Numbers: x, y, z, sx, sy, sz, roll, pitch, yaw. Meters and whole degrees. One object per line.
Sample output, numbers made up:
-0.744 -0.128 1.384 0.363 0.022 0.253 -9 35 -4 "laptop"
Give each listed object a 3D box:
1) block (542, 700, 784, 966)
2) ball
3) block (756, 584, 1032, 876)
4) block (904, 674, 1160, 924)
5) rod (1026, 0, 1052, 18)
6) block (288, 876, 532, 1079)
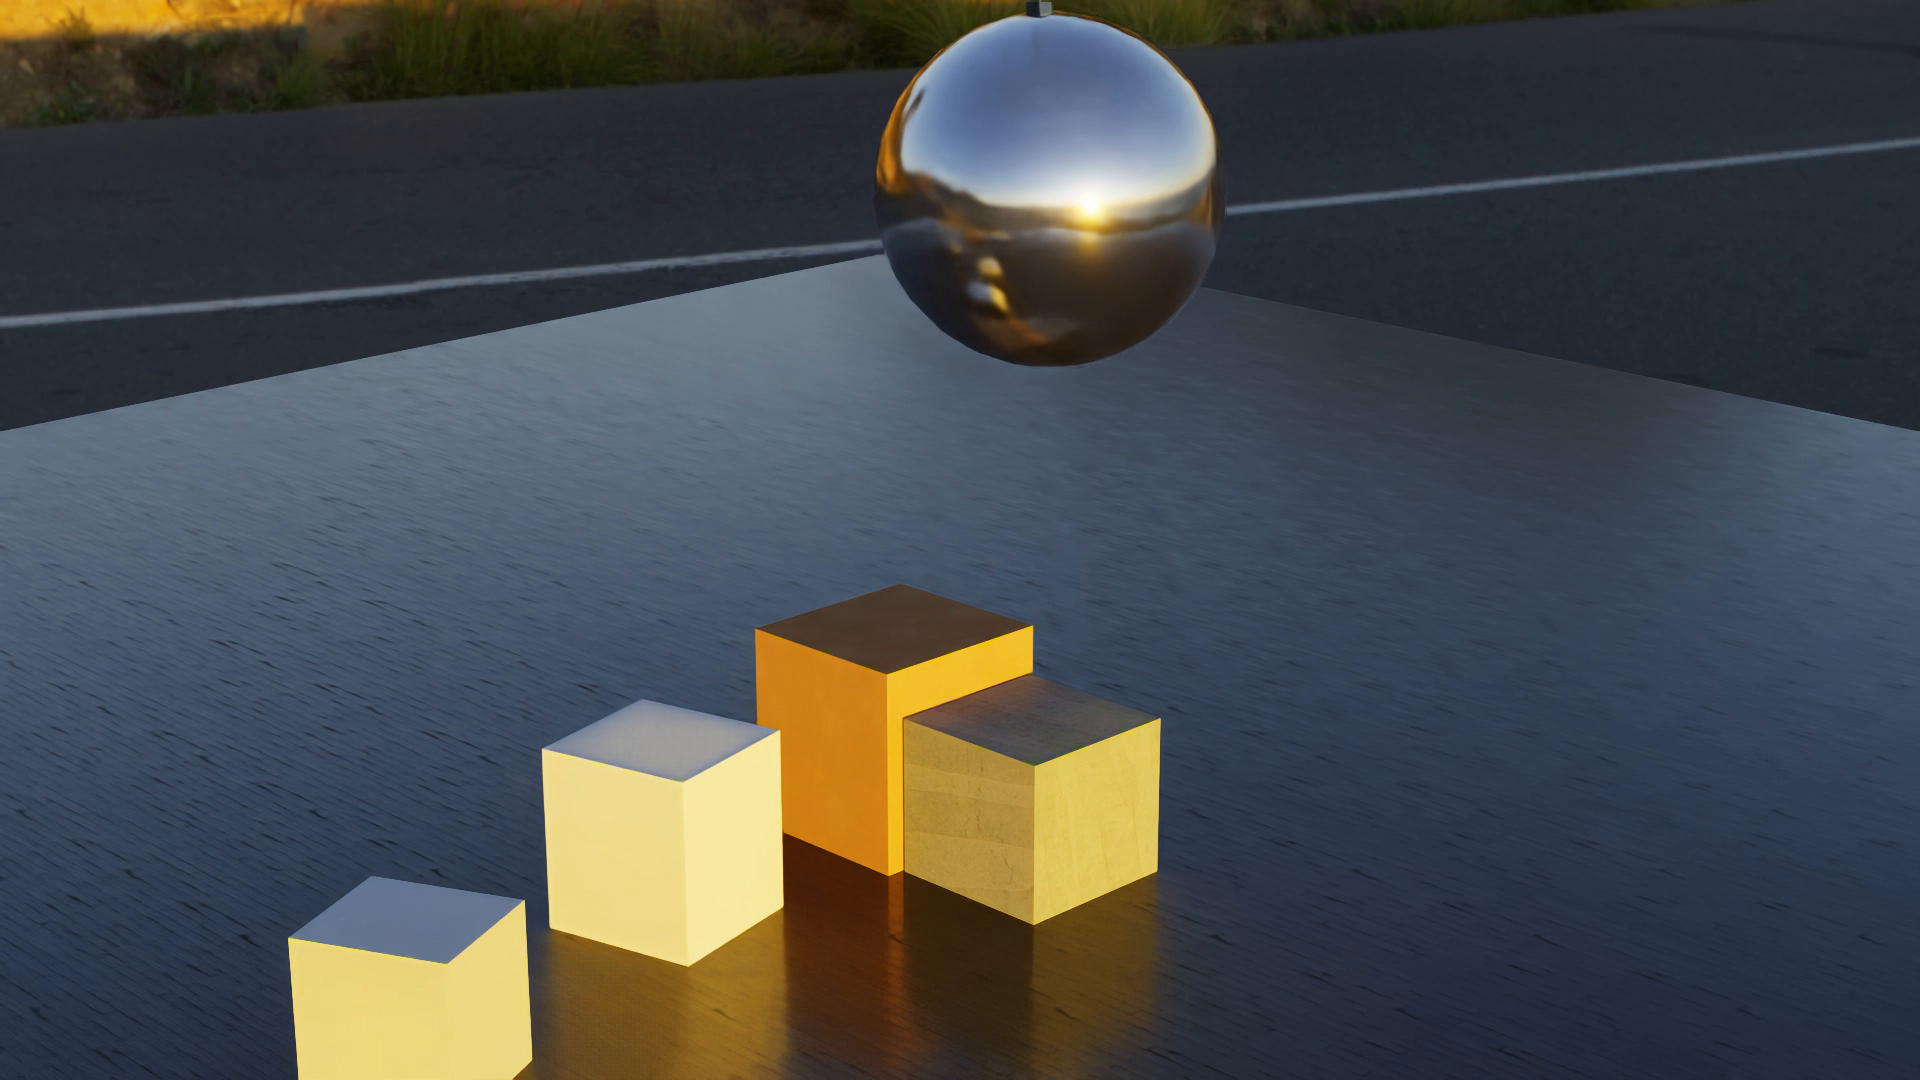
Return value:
-1.298 1.271 12.890 0.753 0.845 0.716 10 20 30 "block"
0.406 -1.582 13.271 1.600 1.600 1.600 0 17 0 "ball"
-0.309 0.877 13.917 0.893 0.981 0.950 17 24 42 "block"
0.327 1.166 13.381 0.824 0.752 0.819 -17 24 -42 "block"
0.176 -4.741 12.036 0.080 5.200 0.080 17 29 42 "rod"
-2.137 1.799 11.457 0.686 0.698 0.614 6 18 19 "block"
